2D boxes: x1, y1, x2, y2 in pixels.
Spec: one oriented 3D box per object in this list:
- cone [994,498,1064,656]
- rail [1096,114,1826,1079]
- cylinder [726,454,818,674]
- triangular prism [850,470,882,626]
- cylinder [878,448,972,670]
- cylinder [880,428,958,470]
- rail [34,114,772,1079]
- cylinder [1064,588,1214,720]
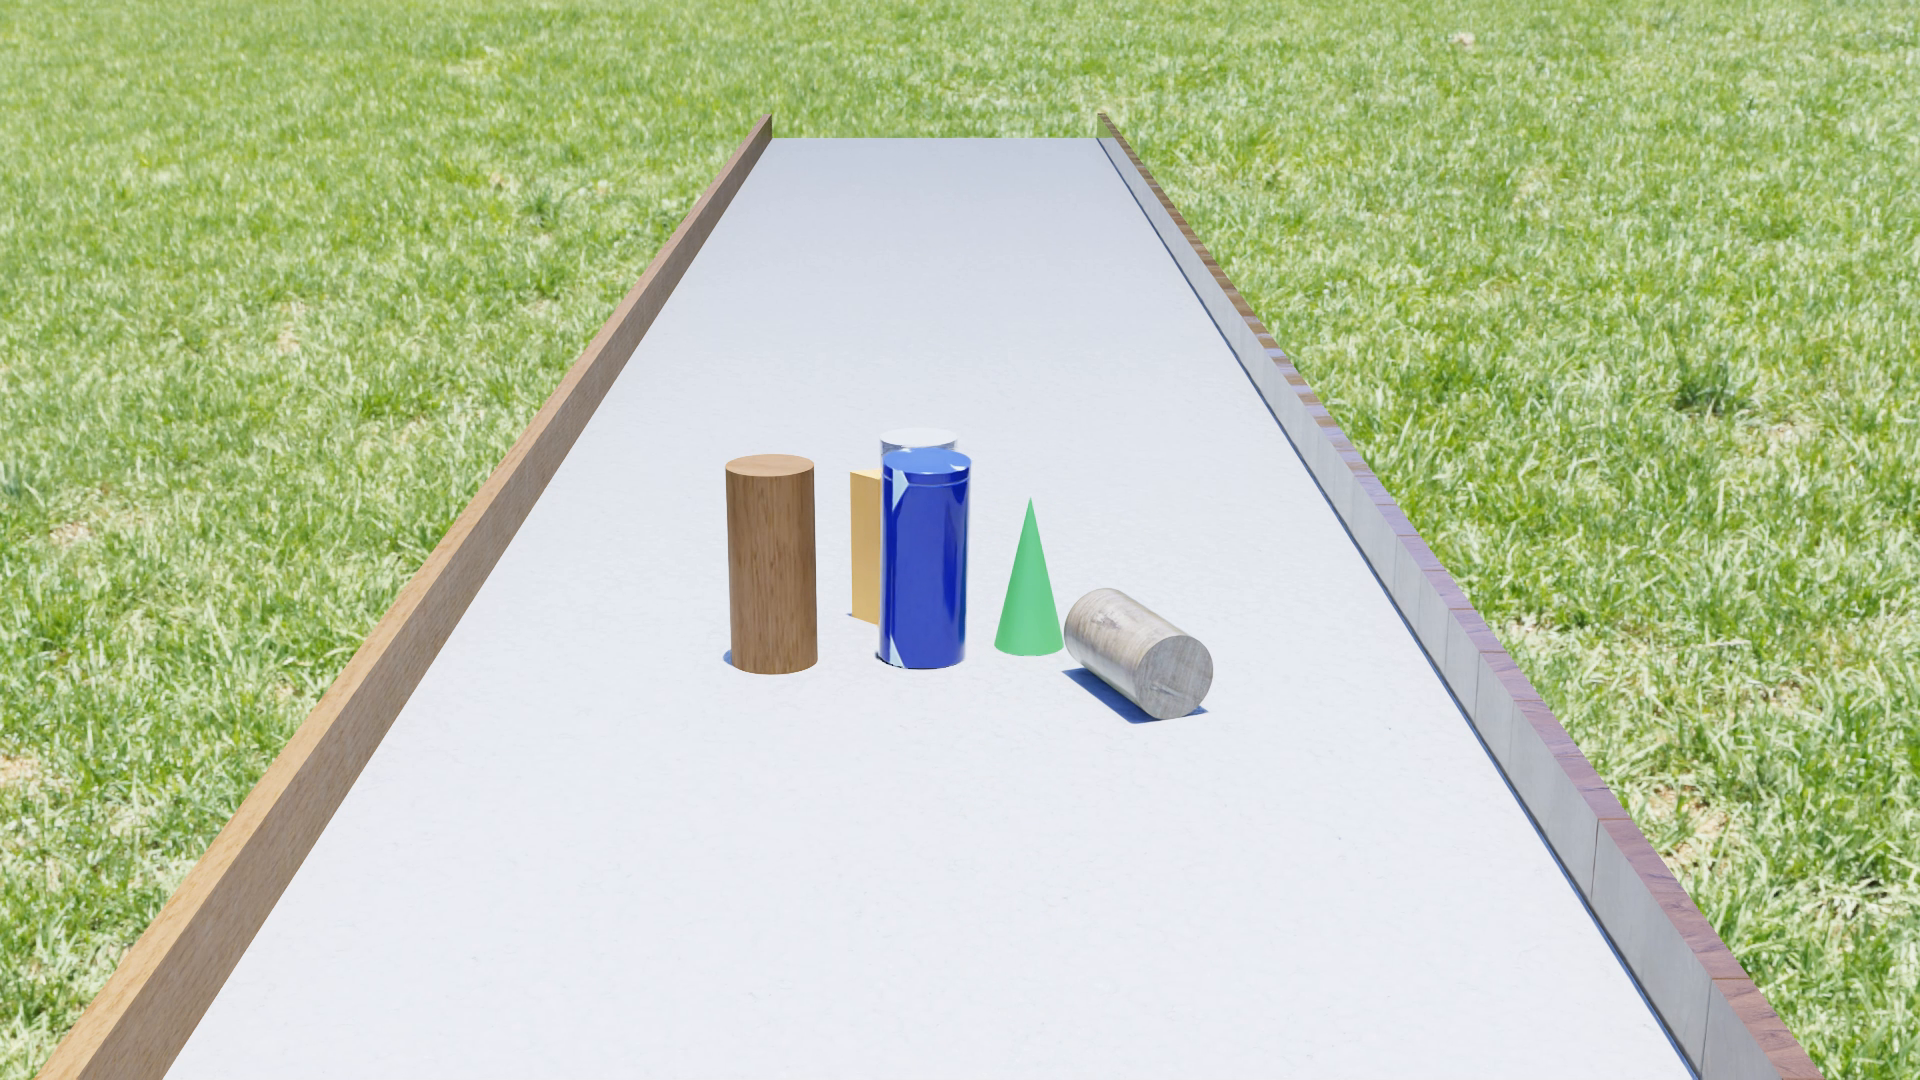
[{"bbox_3d":[0.142,0.062,4.461,0.144,0.318,0.144,0,17,0],"label":"cone"},{"bbox_3d":[0.932,-0.844,7.801,0.050,0.150,12.000,0,17,-1],"label":"rail"},{"bbox_3d":[-0.372,0.047,4.358,0.174,0.405,0.174,0,17,0],"label":"cylinder"},{"bbox_3d":[-0.170,0.011,4.629,0.091,0.319,0.078,16,23,43],"label":"triangular prism"},{"bbox_3d":[-0.070,0.037,4.376,0.177,0.407,0.177,1,19,0],"label":"cylinder"},{"bbox_3d":[-0.091,-0.066,4.862,0.172,0.335,0.172,0,17,0],"label":"cylinder"},{"bbox_3d":[-1.118,-0.838,7.780,0.050,0.150,12.000,0,17,-1],"label":"rail"},{"bbox_3d":[0.339,0.214,4.217,0.165,0.165,0.309,-7,18,-21],"label":"cylinder"}]
